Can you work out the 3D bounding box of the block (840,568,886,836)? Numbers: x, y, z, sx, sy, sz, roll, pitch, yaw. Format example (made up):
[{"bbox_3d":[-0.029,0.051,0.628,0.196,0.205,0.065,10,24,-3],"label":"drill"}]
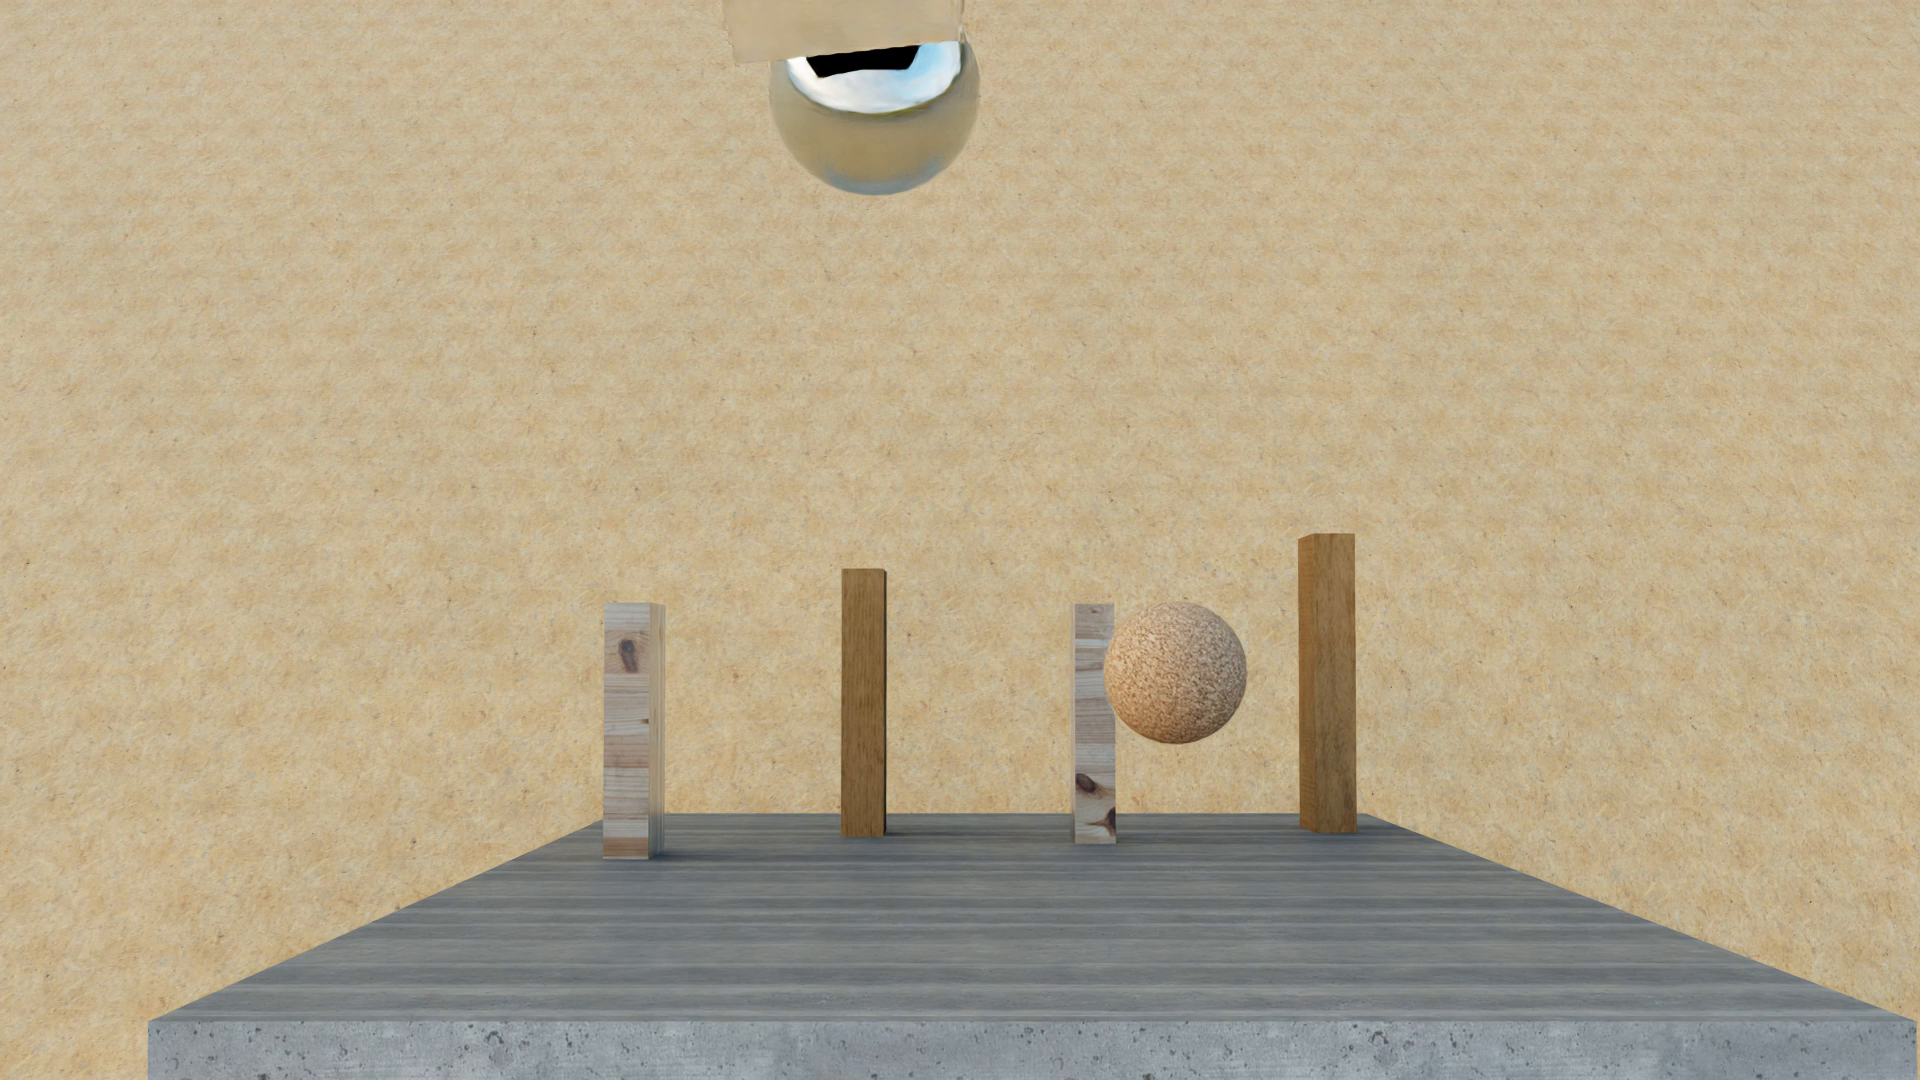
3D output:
[{"bbox_3d":[-0.227,0.382,6.172,0.098,0.621,0.267,0,-3,0],"label":"block"}]

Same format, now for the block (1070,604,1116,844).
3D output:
[{"bbox_3d":[0.302,0.415,5.941,0.090,0.534,0.274,0,-3,0],"label":"block"}]

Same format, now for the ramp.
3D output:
[{"bbox_3d":[0.082,0.687,4.938,2.000,0.100,4.000,0,-3,0],"label":"ramp"}]

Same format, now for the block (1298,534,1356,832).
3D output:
[{"bbox_3d":[0.889,0.345,6.309,0.098,0.709,0.288,0,-3,0],"label":"block"}]

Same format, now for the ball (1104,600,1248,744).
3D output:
[{"bbox_3d":[0.232,0.142,2.795,0.154,0.154,0.154,0,37,0],"label":"ball"}]

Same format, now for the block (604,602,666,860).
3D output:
[{"bbox_3d":[-0.686,0.399,5.495,0.093,0.527,0.292,0,-3,0],"label":"block"}]

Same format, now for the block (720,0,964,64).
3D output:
[{"bbox_3d":[-0.105,-0.549,2.214,0.194,0.194,0.194,-5,40,8],"label":"block"}]

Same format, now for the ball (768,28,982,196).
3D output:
[{"bbox_3d":[-0.077,-0.405,2.340,0.191,0.191,0.191,0,37,0],"label":"ball"}]
